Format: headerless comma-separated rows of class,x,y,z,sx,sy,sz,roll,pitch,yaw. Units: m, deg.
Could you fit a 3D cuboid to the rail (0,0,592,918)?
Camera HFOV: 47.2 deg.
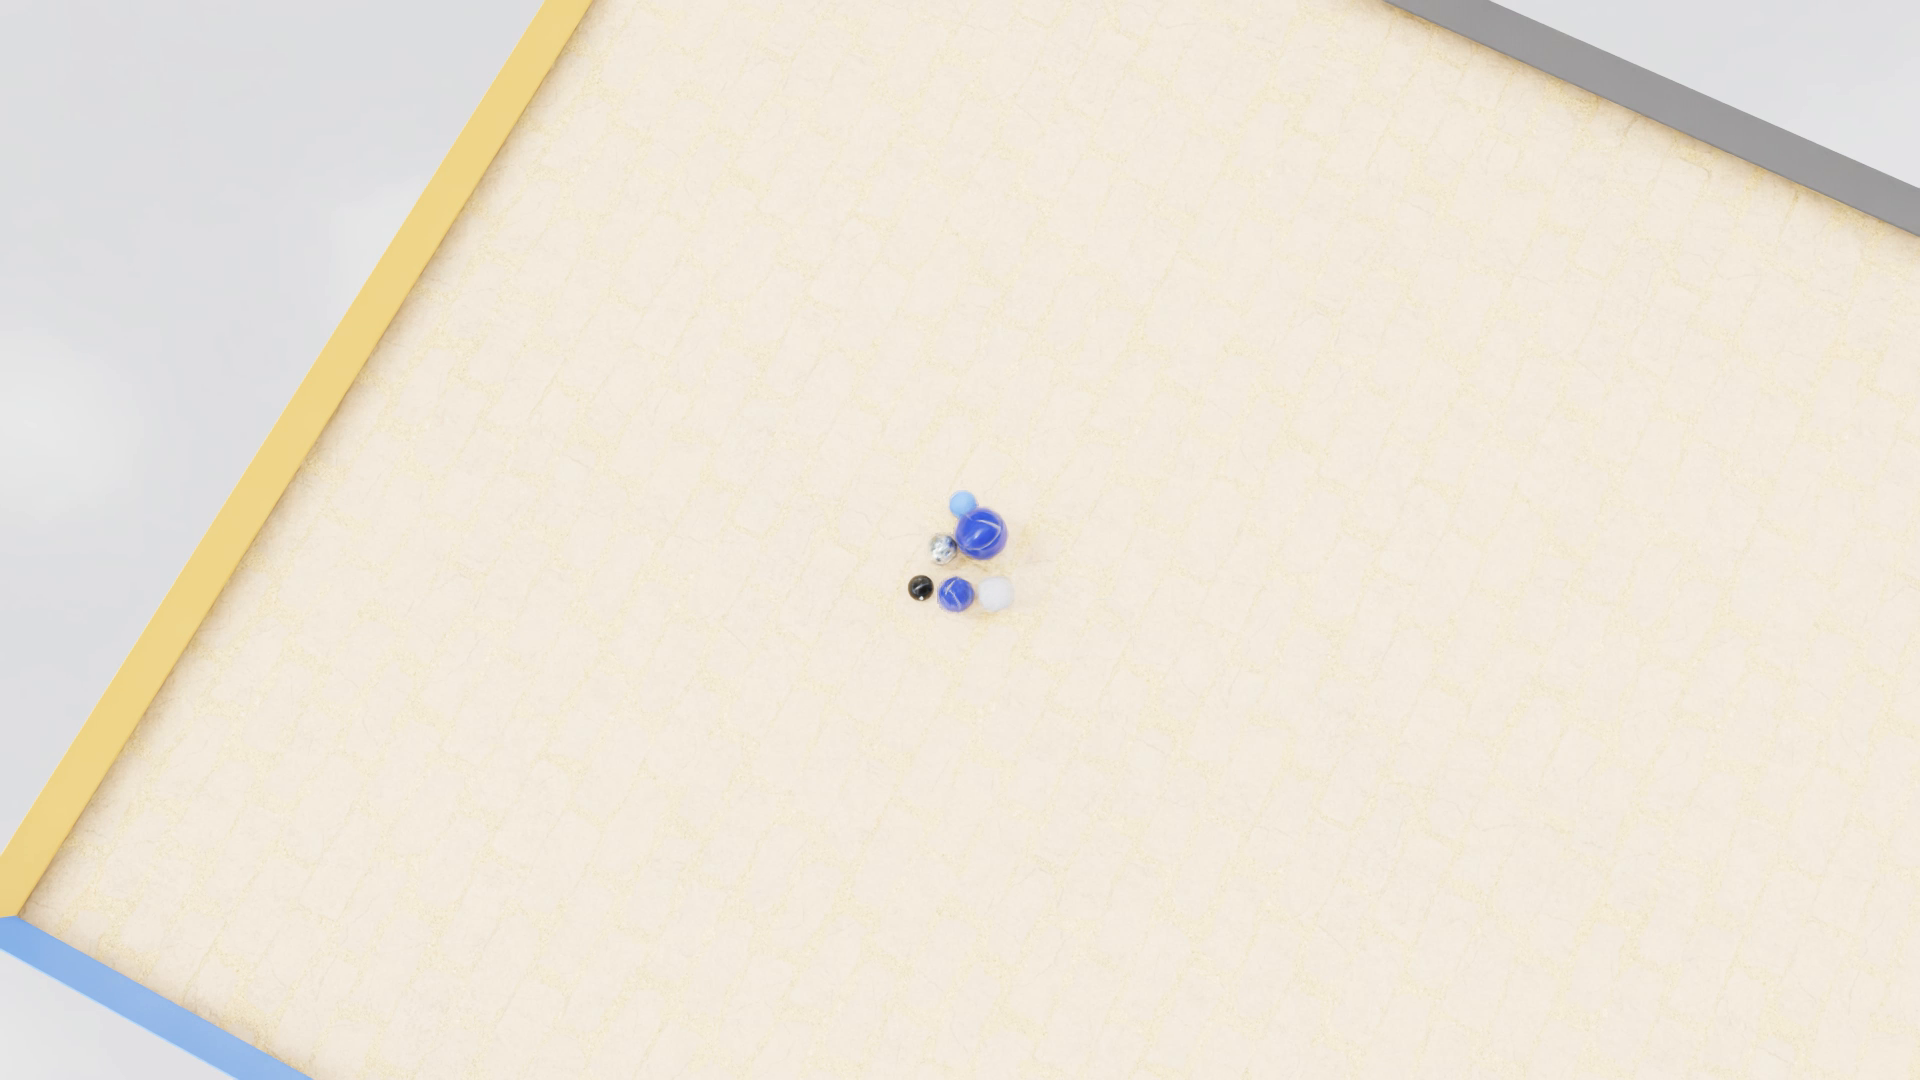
rail,-0.874,-0.435,3.488,0.045,0.106,2.368,26,75,8

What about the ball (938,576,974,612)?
ball,-0.005,0.084,3.360,0.055,0.055,0.055,0,73,0

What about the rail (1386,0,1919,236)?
rail,1.423,-0.560,3.526,4.021,0.106,0.045,26,75,8

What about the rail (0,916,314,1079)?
rail,0.368,1.420,2.930,4.021,0.106,0.045,26,75,8

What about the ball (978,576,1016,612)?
ball,0.056,0.082,3.359,0.057,0.057,0.057,0,73,0

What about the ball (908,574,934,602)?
ball,-0.060,0.073,3.370,0.041,0.041,0.041,0,73,0

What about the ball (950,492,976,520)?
ball,0.005,-0.053,3.407,0.043,0.043,0.043,0,73,0

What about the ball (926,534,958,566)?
ball,-0.028,0.015,3.383,0.049,0.049,0.049,0,73,0

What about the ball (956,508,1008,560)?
ball,0.034,-0.009,3.374,0.082,0.082,0.082,0,73,0
